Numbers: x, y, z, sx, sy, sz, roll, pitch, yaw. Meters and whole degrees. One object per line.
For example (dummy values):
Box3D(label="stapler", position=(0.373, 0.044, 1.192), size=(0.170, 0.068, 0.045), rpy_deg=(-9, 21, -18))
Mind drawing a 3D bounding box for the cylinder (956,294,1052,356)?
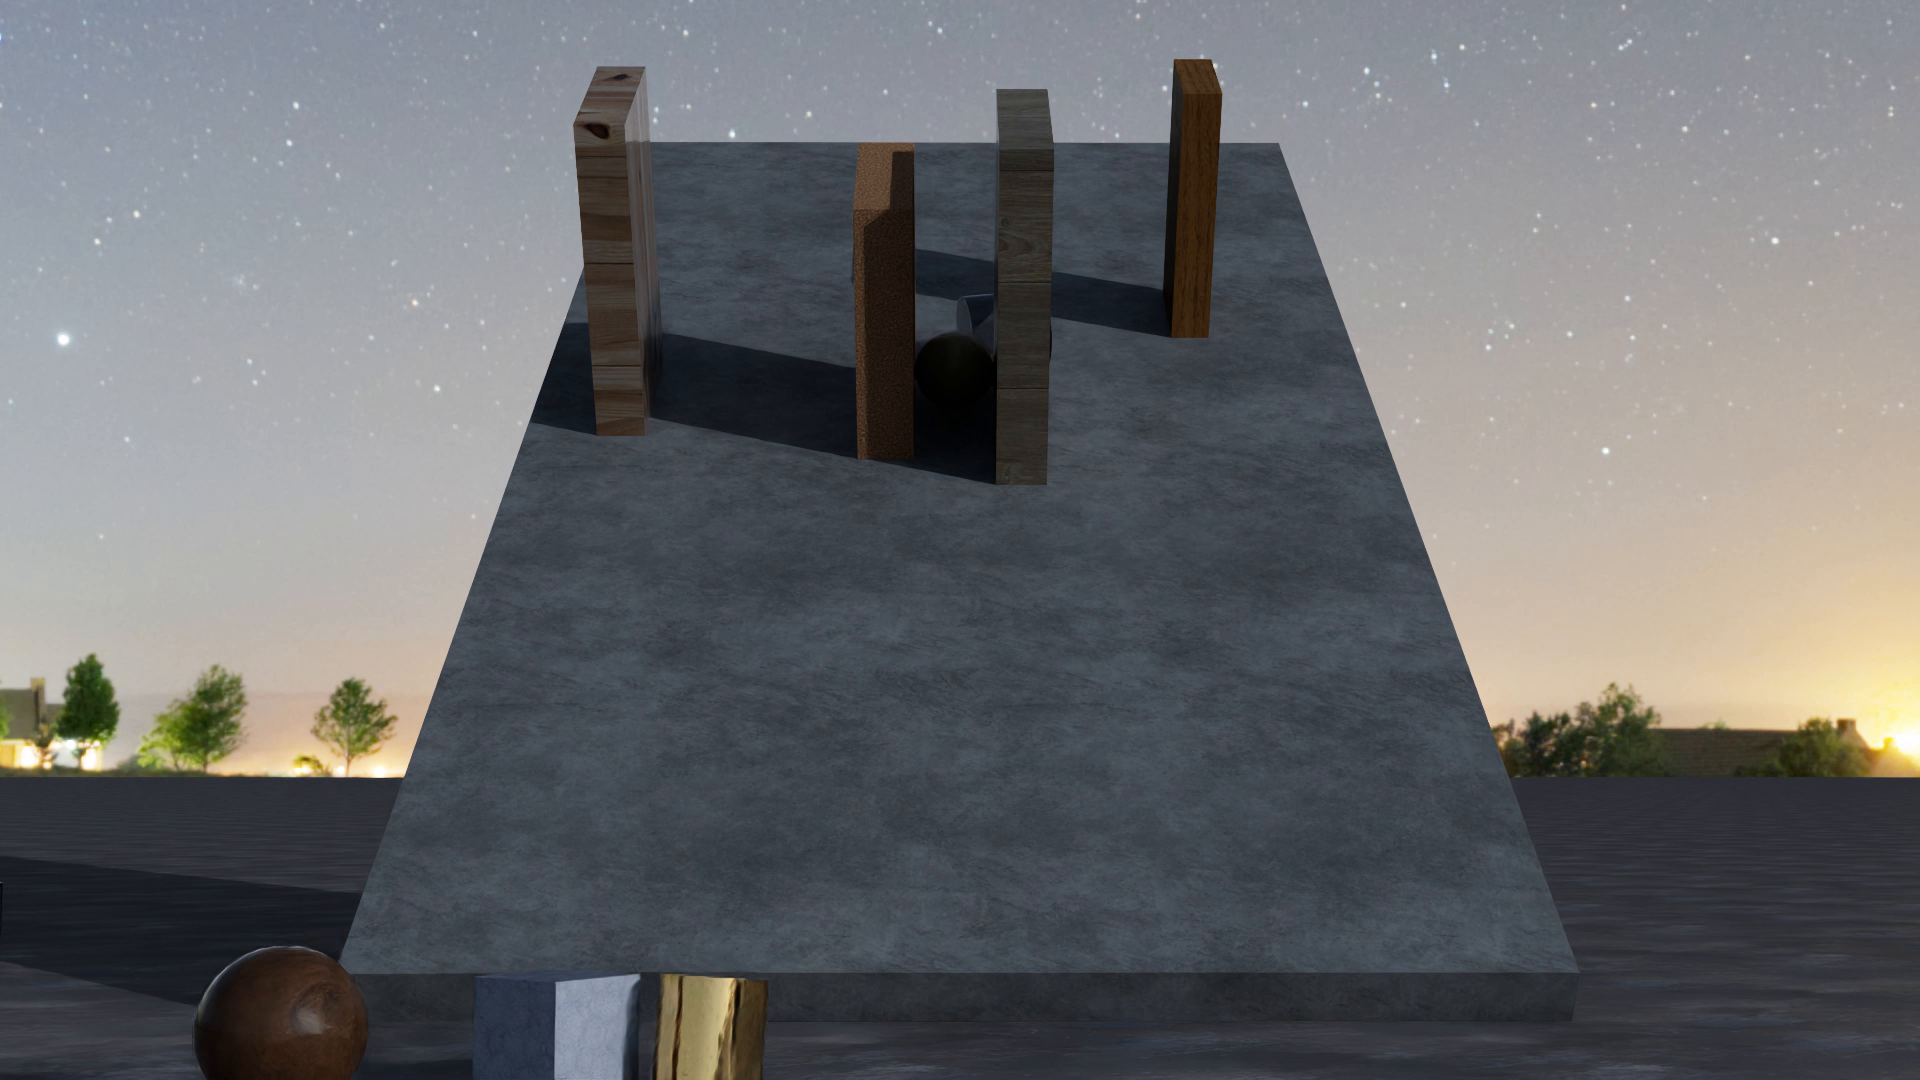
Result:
Box3D(label="cylinder", position=(0.106, -0.507, 5.850), size=(0.194, 0.194, 0.194), rpy_deg=(-6, -4, -11))

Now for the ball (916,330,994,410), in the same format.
Box3D(label="ball", position=(-0.014, -0.401, 5.659), size=(0.185, 0.185, 0.185), rpy_deg=(0, -6, 0))

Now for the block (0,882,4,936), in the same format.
Box3D(label="block", position=(-2.455, 0.915, 5.939), size=(0.130, 0.130, 0.130), rpy_deg=(3, -6, -31))

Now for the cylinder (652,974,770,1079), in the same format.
Box3D(label="cylinder", position=(-0.316, 0.624, 3.037), size=(0.138, 0.138, 0.138), rpy_deg=(4, -10, 1))

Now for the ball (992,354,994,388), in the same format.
Box3D(label="ball", position=(0.132, -0.405, 5.724), size=(0.135, 0.135, 0.135), rpy_deg=(0, -6, 0))

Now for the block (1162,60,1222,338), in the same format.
Box3D(label="block", position=(0.582, -0.858, 6.032), size=(0.094, 0.638, 0.277), rpy_deg=(0, 29, 0))

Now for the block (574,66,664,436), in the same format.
Box3D(label="block", position=(-0.786, -0.671, 5.563), size=(0.112, 0.751, 0.415), rpy_deg=(0, 29, 0))

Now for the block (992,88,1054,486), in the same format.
Box3D(label="block", position=(0.137, -0.562, 5.335), size=(0.114, 0.784, 0.399), rpy_deg=(0, 29, 0))

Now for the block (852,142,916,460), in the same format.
Box3D(label="block", position=(-0.169, -0.553, 5.505), size=(0.128, 0.603, 0.433), rpy_deg=(0, 29, 0))

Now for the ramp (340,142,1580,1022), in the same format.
Box3D(label="ramp", position=(-0.012, -0.219, 5.628), size=(2.000, 0.100, 4.000), rpy_deg=(0, 29, 0))

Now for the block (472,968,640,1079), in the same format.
Box3D(label="block", position=(-0.512, 0.627, 3.043), size=(0.147, 0.147, 0.147), rpy_deg=(-4, -7, 36))

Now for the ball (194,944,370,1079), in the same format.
Box3D(label="ball", position=(-0.802, 0.580, 2.834), size=(0.200, 0.200, 0.200), rpy_deg=(0, -6, 0))
